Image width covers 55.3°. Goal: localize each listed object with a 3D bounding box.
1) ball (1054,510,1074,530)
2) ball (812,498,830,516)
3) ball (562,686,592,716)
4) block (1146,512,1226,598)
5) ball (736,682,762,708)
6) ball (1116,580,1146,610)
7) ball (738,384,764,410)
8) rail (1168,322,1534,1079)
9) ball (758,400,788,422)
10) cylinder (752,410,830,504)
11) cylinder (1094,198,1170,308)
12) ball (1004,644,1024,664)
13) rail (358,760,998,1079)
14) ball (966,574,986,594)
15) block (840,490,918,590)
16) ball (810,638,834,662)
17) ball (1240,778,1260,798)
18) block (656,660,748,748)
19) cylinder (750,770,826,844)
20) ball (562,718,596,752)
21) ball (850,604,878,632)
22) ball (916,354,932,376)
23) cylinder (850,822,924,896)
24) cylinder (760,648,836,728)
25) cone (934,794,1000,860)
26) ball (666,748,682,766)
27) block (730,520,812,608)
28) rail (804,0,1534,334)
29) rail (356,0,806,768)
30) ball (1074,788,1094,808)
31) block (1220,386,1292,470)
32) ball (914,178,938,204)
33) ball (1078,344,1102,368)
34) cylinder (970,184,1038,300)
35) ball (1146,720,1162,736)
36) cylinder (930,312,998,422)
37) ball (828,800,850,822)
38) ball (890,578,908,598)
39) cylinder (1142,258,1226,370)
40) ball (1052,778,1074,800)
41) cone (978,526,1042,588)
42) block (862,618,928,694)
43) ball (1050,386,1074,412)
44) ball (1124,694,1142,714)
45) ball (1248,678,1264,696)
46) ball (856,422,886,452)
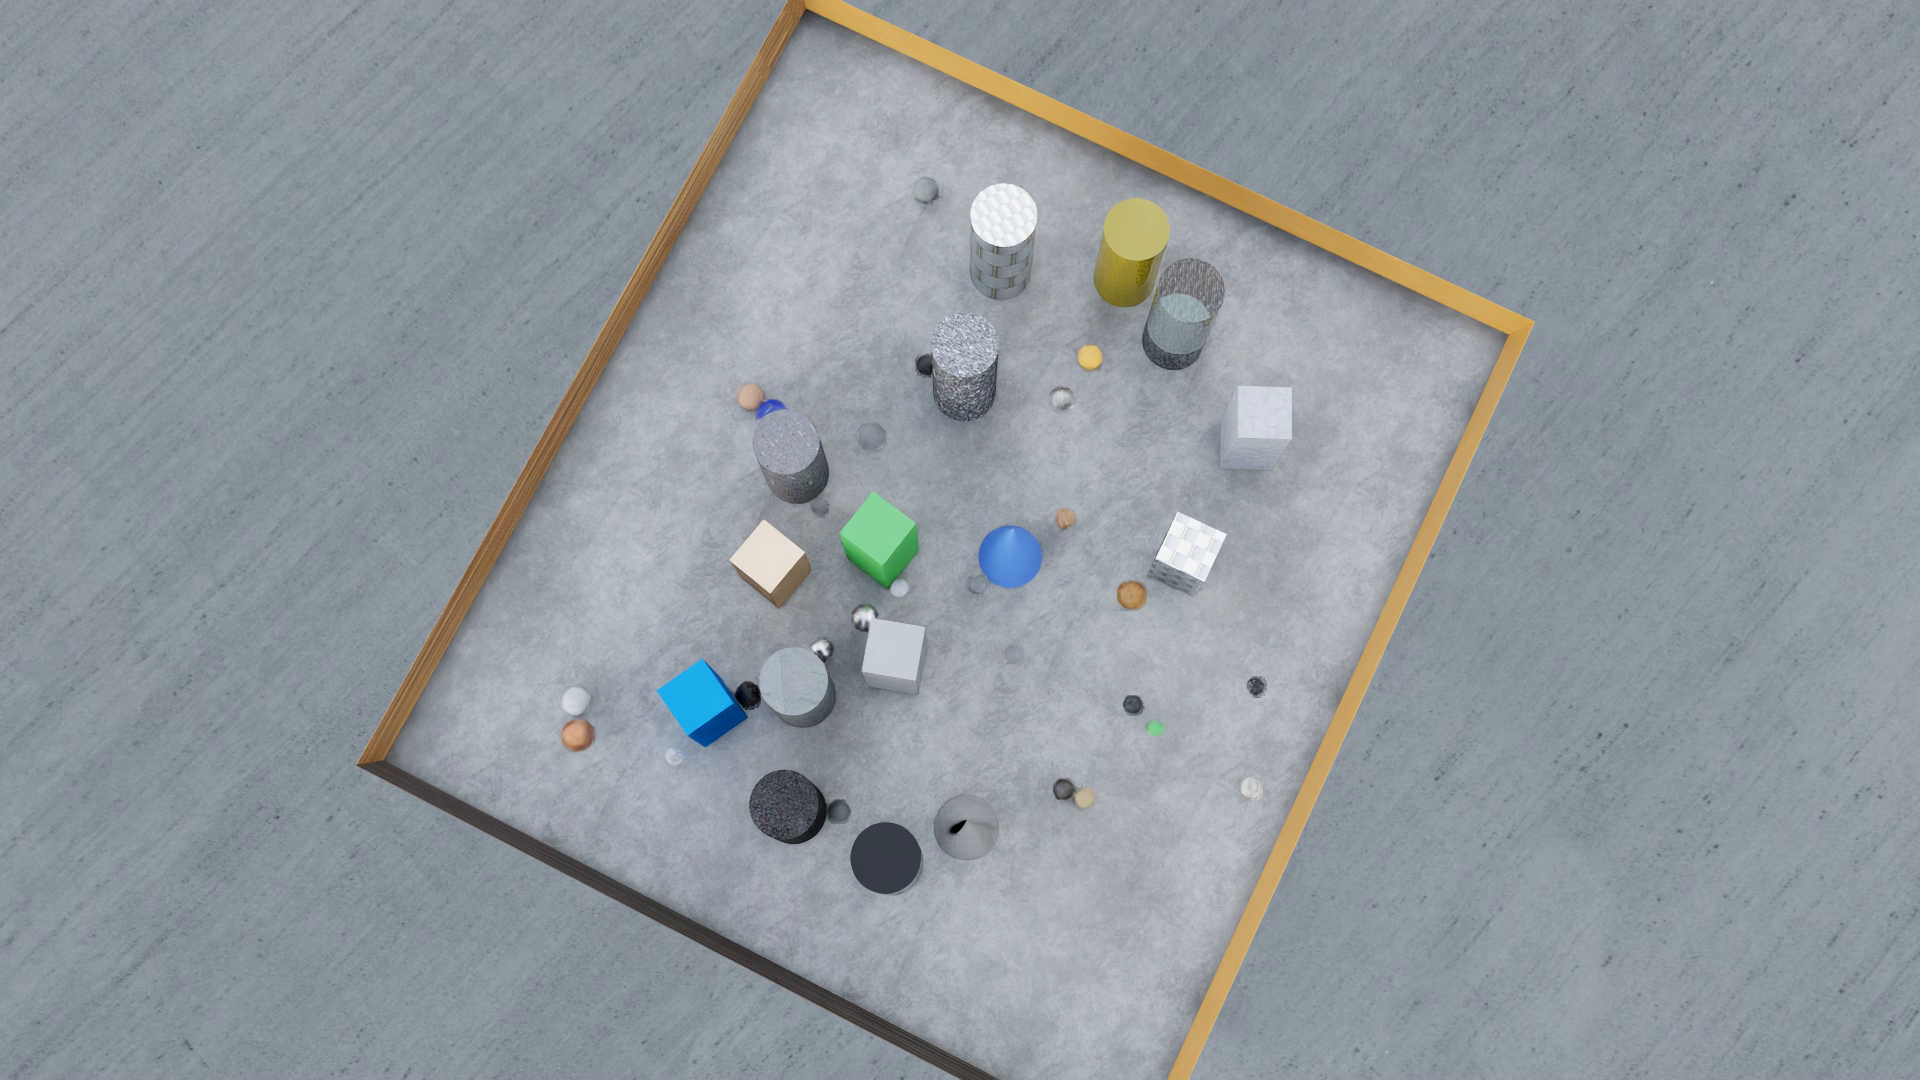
[{"bbox_3d":[0.321,-0.063,5.598,0.061,0.061,0.061,0,78,0],"label":"ball"},{"bbox_3d":[-0.428,-0.103,5.610,0.055,0.055,0.055,0,78,0],"label":"ball"},{"bbox_3d":[-1.145,0.482,5.473,0.086,0.086,0.086,0,78,0],"label":"ball"},{"bbox_3d":[0.674,0.046,5.472,0.156,0.265,0.156,25,79,5],"label":"block"},{"bbox_3d":[-0.633,0.462,5.482,0.077,0.077,0.077,0,78,0],"label":"ball"},{"bbox_3d":[0.517,0.166,5.537,0.088,0.088,0.088,0,78,0],"label":"ball"},{"bbox_3d":[-0.647,-0.444,5.667,0.081,0.081,0.081,0,78,0],"label":"ball"},{"bbox_3d":[1.120,0.555,5.436,0.045,0.127,2.793,26,80,5],"label":"rail"},{"bbox_3d":[-0.576,-0.386,5.648,0.095,0.095,0.095,0,78,0],"label":"ball"},{"bbox_3d":[-0.501,-0.245,5.471,0.195,0.385,0.195,0,78,0],"label":"cylinder"},{"bbox_3d":[0.519,-0.870,5.583,0.195,0.418,0.195,0,78,0],"label":"cylinder"},{"bbox_3d":[0.162,0.345,5.515,0.061,0.061,0.061,0,78,0],"label":"ball"},{"bbox_3d":[-0.614,1.209,5.301,2.551,0.127,0.045,26,80,5],"label":"rail"},{"bbox_3d":[0.050,0.135,5.558,0.061,0.061,0.061,0,78,0],"label":"ball"},{"bbox_3d":[-0.235,0.006,5.417,0.156,0.388,0.156,37,81,7],"label":"block"},{"bbox_3d":[-0.414,0.329,5.511,0.072,0.072,0.072,0,78,0],"label":"ball"},{"bbox_3d":[0.862,0.735,5.433,0.059,0.059,0.059,0,78,0],"label":"ball"},{"bbox_3d":[-0.745,0.478,5.330,0.156,0.367,0.156,-35,80,-7],"label":"block"},{"bbox_3d":[-0.493,0.773,5.292,0.195,0.323,0.195,0,78,0],"label":"cylinder"},{"bbox_3d":[-1.134,0.579,5.447,0.097,0.097,0.097,0,78,0],"label":"ball"},{"bbox_3d":[-0.287,0.236,5.525,0.085,0.085,0.085,0,78,0],"label":"ball"},{"bbox_3d":[-0.102,-0.544,5.695,0.067,0.067,0.067,0,78,0],"label":"ball"},{"bbox_3d":[-0.205,0.914,5.230,0.195,0.387,0.195,0,78,0],"label":"cylinder"},{"bbox_3d":[-0.471,0.434,5.352,0.195,0.343,0.195,0,78,0],"label":"cylinder"},{"bbox_3d":[0.019,0.812,5.239,0.195,0.409,0.195,0,78,0],"label":"cone"},{"bbox_3d":[-0.850,0.646,5.458,0.049,0.049,0.049,0,78,0],"label":"ball"},{"bbox_3d":[-0.561,0.075,5.459,0.156,0.277,0.156,38,81,7],"label":"block"},{"bbox_3d":[0.614,-1.196,5.798,2.551,0.127,0.045,26,80,5],"label":"rail"},{"bbox_3d":[-1.120,-0.542,5.663,0.045,0.127,2.793,26,80,5],"label":"rail"},{"bbox_3d":[0.368,0.766,5.427,0.060,0.060,0.060,0,78,0],"label":"ball"},{"bbox_3d":[0.885,-0.333,5.498,0.156,0.368,0.156,2,78,0],"label":"block"},{"bbox_3d":[-0.107,-1.108,5.805,0.080,0.080,0.080,0,78,0],"label":"ball"},{"bbox_3d":[0.404,-0.570,5.696,0.076,0.076,0.076,0,78,0],"label":"ball"},{"bbox_3d":[0.128,-0.899,5.564,0.195,0.467,0.195,0,78,0],"label":"cylinder"},{"bbox_3d":[0.582,0.563,5.476,0.047,0.047,0.047,0,78,0],"label":"ball"},{"bbox_3d":[0.014,-0.512,5.481,0.195,0.473,0.195,0,78,0],"label":"cylinder"},{"bbox_3d":[-0.358,0.800,5.417,0.067,0.067,0.067,0,78,0],"label":"ball"},{"bbox_3d":[-0.184,0.145,5.558,0.056,0.056,0.056,0,78,0],"label":"ball"},{"bbox_3d":[0.668,-0.674,5.517,0.195,0.468,0.195,0,78,0],"label":"cylinder"},{"bbox_3d":[0.306,0.739,5.431,0.064,0.064,0.064,0,78,0],"label":"ball"},{"bbox_3d":[0.154,0.010,5.409,0.195,0.403,0.195,0,78,0],"label":"cone"},{"bbox_3d":[-0.189,0.344,5.373,0.156,0.338,0.156,10,78,2],"label":"block"},{"bbox_3d":[0.316,-0.436,5.668,0.076,0.076,0.076,0,78,0],"label":"ball"},{"bbox_3d":[0.518,0.492,5.485,0.058,0.058,0.058,0,78,0],"label":"ball"},{"bbox_3d":[0.888,0.439,5.499,0.053,0.053,0.053,0,78,0],"label":"ball"},{"bbox_3d":[-0.273,-0.317,5.637,0.088,0.088,0.088,0,78,0],"label":"ball"}]
